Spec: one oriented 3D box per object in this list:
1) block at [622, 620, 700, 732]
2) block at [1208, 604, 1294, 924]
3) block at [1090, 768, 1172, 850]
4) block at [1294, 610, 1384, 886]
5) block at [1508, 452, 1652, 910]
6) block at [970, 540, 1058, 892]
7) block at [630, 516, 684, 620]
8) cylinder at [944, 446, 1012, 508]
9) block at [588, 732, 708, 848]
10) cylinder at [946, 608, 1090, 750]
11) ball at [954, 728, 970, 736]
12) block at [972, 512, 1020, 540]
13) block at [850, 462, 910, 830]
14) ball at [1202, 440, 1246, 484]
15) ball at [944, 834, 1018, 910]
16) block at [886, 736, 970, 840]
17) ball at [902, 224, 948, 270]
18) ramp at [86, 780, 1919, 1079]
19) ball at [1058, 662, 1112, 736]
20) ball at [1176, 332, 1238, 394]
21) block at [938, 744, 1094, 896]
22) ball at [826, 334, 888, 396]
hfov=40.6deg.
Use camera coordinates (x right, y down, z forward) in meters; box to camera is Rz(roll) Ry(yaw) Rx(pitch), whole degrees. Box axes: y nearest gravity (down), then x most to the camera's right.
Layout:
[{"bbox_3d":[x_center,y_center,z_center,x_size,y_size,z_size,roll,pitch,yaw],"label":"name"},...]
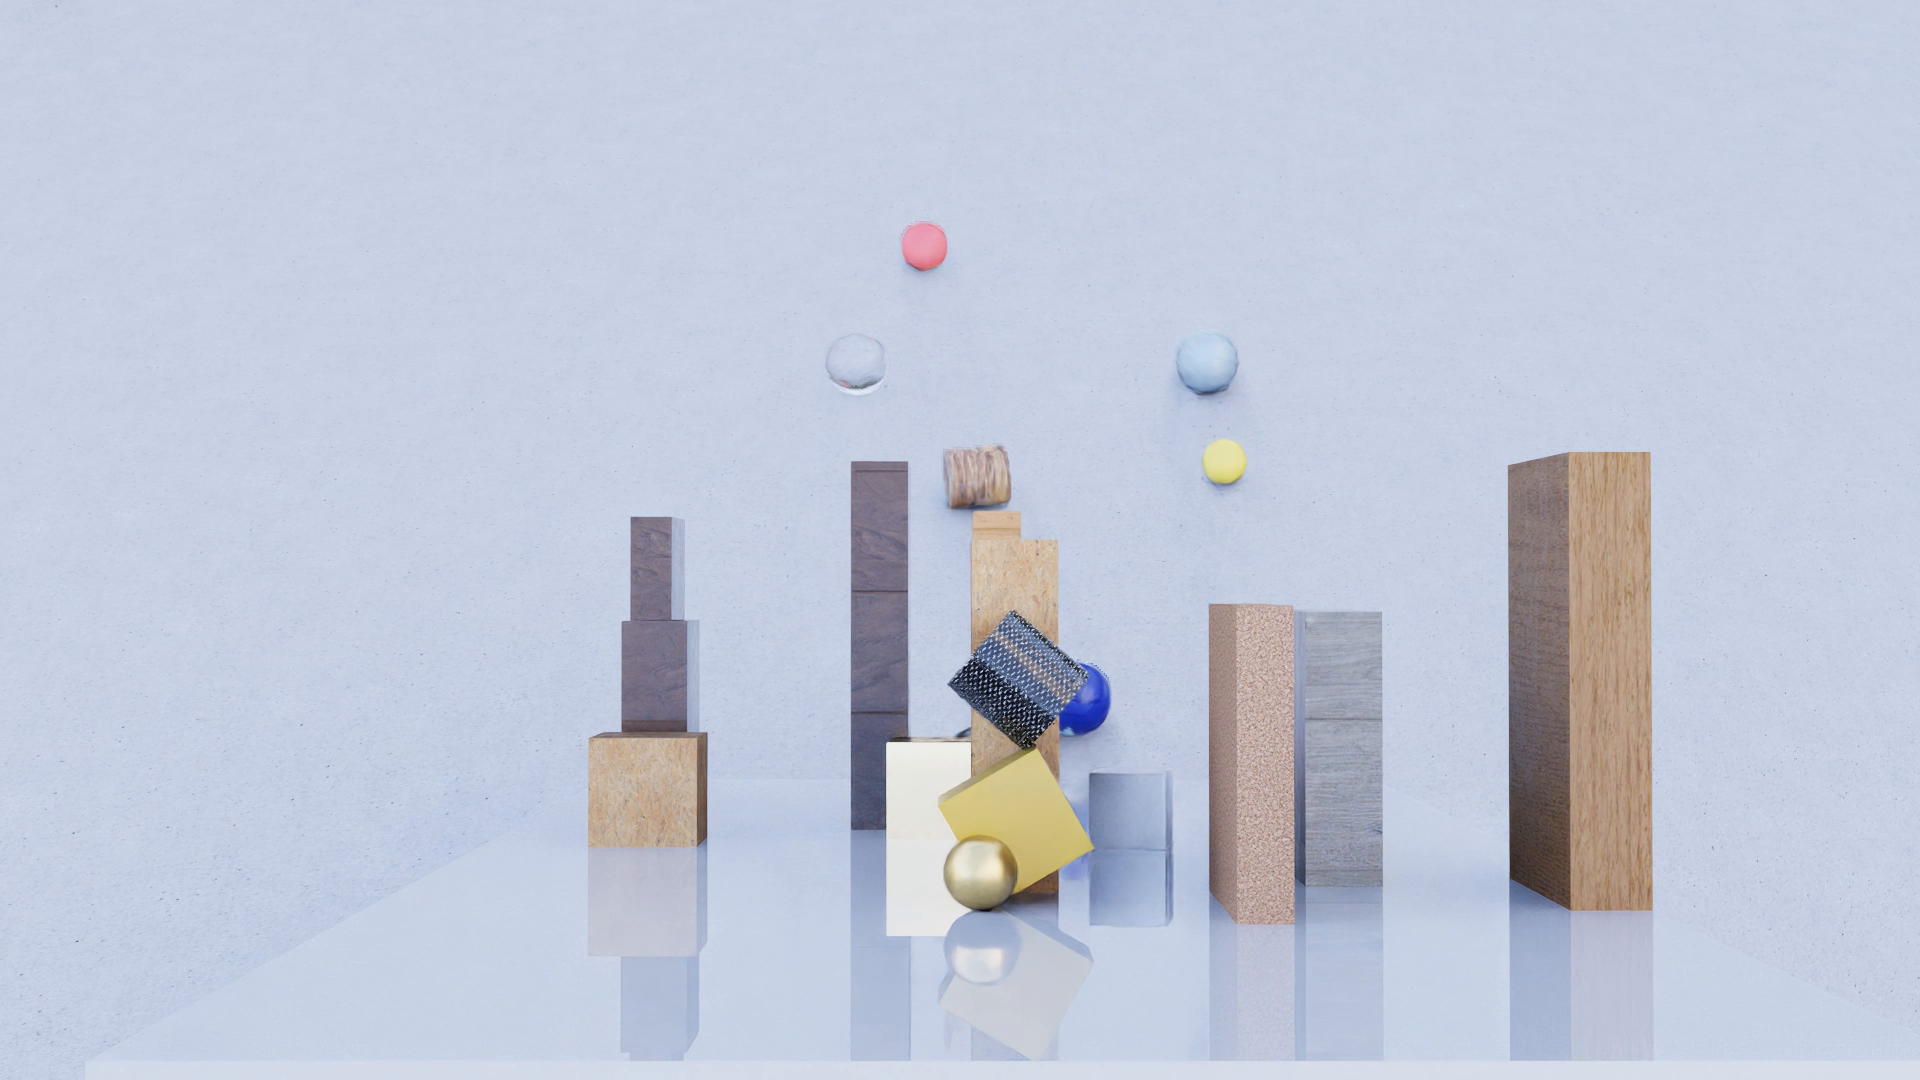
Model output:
[{"bbox_3d":[-0.614,0.381,5.330,0.133,0.432,0.244,0,-1,0],"label":"block"},{"bbox_3d":[0.455,0.338,4.075,0.085,0.474,0.431,0,-1,0],"label":"block"},{"bbox_3d":[0.332,0.519,5.012,0.146,0.146,0.146,0,-1,10],"label":"block"},{"bbox_3d":[0.643,0.353,4.537,0.129,0.460,0.394,0,-1,0],"label":"block"},{"bbox_3d":[1.009,0.222,4.246,0.127,0.711,0.447,0,-1,0],"label":"block"},{"bbox_3d":[0.091,0.292,4.424,0.143,0.579,0.311,0,-1,0],"label":"block"},{"bbox_3d":[-0.688,0.279,5.903,0.092,0.657,0.271,0,-1,0],"label":"block"},{"bbox_3d":[0.053,-0.194,8.004,0.177,0.177,0.177,-6,33,-10],"label":"cylinder"},{"bbox_3d":[-0.612,0.489,5.102,0.210,0.210,0.210,0,-1,0],"label":"block"},{"bbox_3d":[0.094,0.225,4.188,0.164,0.164,0.164,41,41,1],"label":"cylinder"},{"bbox_3d":[0.039,0.487,5.587,0.168,0.168,0.168,0,33,0],"label":"ball"},{"bbox_3d":[0.066,0.271,4.794,0.084,0.635,0.444,0,-1,0],"label":"block"},{"bbox_3d":[-0.166,0.220,5.503,0.119,0.761,0.300,0,-1,0],"label":"block"},{"bbox_3d":[0.827,-0.245,8.116,0.141,0.141,0.141,0,33,0],"label":"ball"},{"bbox_3d":[0.033,0.516,4.025,0.117,0.117,0.117,0,33,0],"label":"ball"},{"bbox_3d":[-0.043,0.500,5.245,0.192,0.192,0.192,0,-1,4],"label":"block"},{"bbox_3d":[-0.127,-1.057,9.351,0.169,0.169,0.169,0,33,0],"label":"ball"},{"bbox_3d":[0.073,0.637,4.746,2.000,0.100,4.000,0,-1,0],"label":"ramp"},{"bbox_3d":[0.310,0.430,7.013,0.201,0.201,0.201,0,33,0],"label":"ball"},{"bbox_3d":[0.819,-0.588,8.588,0.206,0.206,0.206,0,33,0],"label":"ball"},{"bbox_3d":[0.088,0.453,4.175,0.181,0.181,0.181,-30,-1,-1],"label":"block"},{"bbox_3d":[-0.340,-0.580,8.575,0.207,0.207,0.207,0,33,0],"label":"ball"}]
